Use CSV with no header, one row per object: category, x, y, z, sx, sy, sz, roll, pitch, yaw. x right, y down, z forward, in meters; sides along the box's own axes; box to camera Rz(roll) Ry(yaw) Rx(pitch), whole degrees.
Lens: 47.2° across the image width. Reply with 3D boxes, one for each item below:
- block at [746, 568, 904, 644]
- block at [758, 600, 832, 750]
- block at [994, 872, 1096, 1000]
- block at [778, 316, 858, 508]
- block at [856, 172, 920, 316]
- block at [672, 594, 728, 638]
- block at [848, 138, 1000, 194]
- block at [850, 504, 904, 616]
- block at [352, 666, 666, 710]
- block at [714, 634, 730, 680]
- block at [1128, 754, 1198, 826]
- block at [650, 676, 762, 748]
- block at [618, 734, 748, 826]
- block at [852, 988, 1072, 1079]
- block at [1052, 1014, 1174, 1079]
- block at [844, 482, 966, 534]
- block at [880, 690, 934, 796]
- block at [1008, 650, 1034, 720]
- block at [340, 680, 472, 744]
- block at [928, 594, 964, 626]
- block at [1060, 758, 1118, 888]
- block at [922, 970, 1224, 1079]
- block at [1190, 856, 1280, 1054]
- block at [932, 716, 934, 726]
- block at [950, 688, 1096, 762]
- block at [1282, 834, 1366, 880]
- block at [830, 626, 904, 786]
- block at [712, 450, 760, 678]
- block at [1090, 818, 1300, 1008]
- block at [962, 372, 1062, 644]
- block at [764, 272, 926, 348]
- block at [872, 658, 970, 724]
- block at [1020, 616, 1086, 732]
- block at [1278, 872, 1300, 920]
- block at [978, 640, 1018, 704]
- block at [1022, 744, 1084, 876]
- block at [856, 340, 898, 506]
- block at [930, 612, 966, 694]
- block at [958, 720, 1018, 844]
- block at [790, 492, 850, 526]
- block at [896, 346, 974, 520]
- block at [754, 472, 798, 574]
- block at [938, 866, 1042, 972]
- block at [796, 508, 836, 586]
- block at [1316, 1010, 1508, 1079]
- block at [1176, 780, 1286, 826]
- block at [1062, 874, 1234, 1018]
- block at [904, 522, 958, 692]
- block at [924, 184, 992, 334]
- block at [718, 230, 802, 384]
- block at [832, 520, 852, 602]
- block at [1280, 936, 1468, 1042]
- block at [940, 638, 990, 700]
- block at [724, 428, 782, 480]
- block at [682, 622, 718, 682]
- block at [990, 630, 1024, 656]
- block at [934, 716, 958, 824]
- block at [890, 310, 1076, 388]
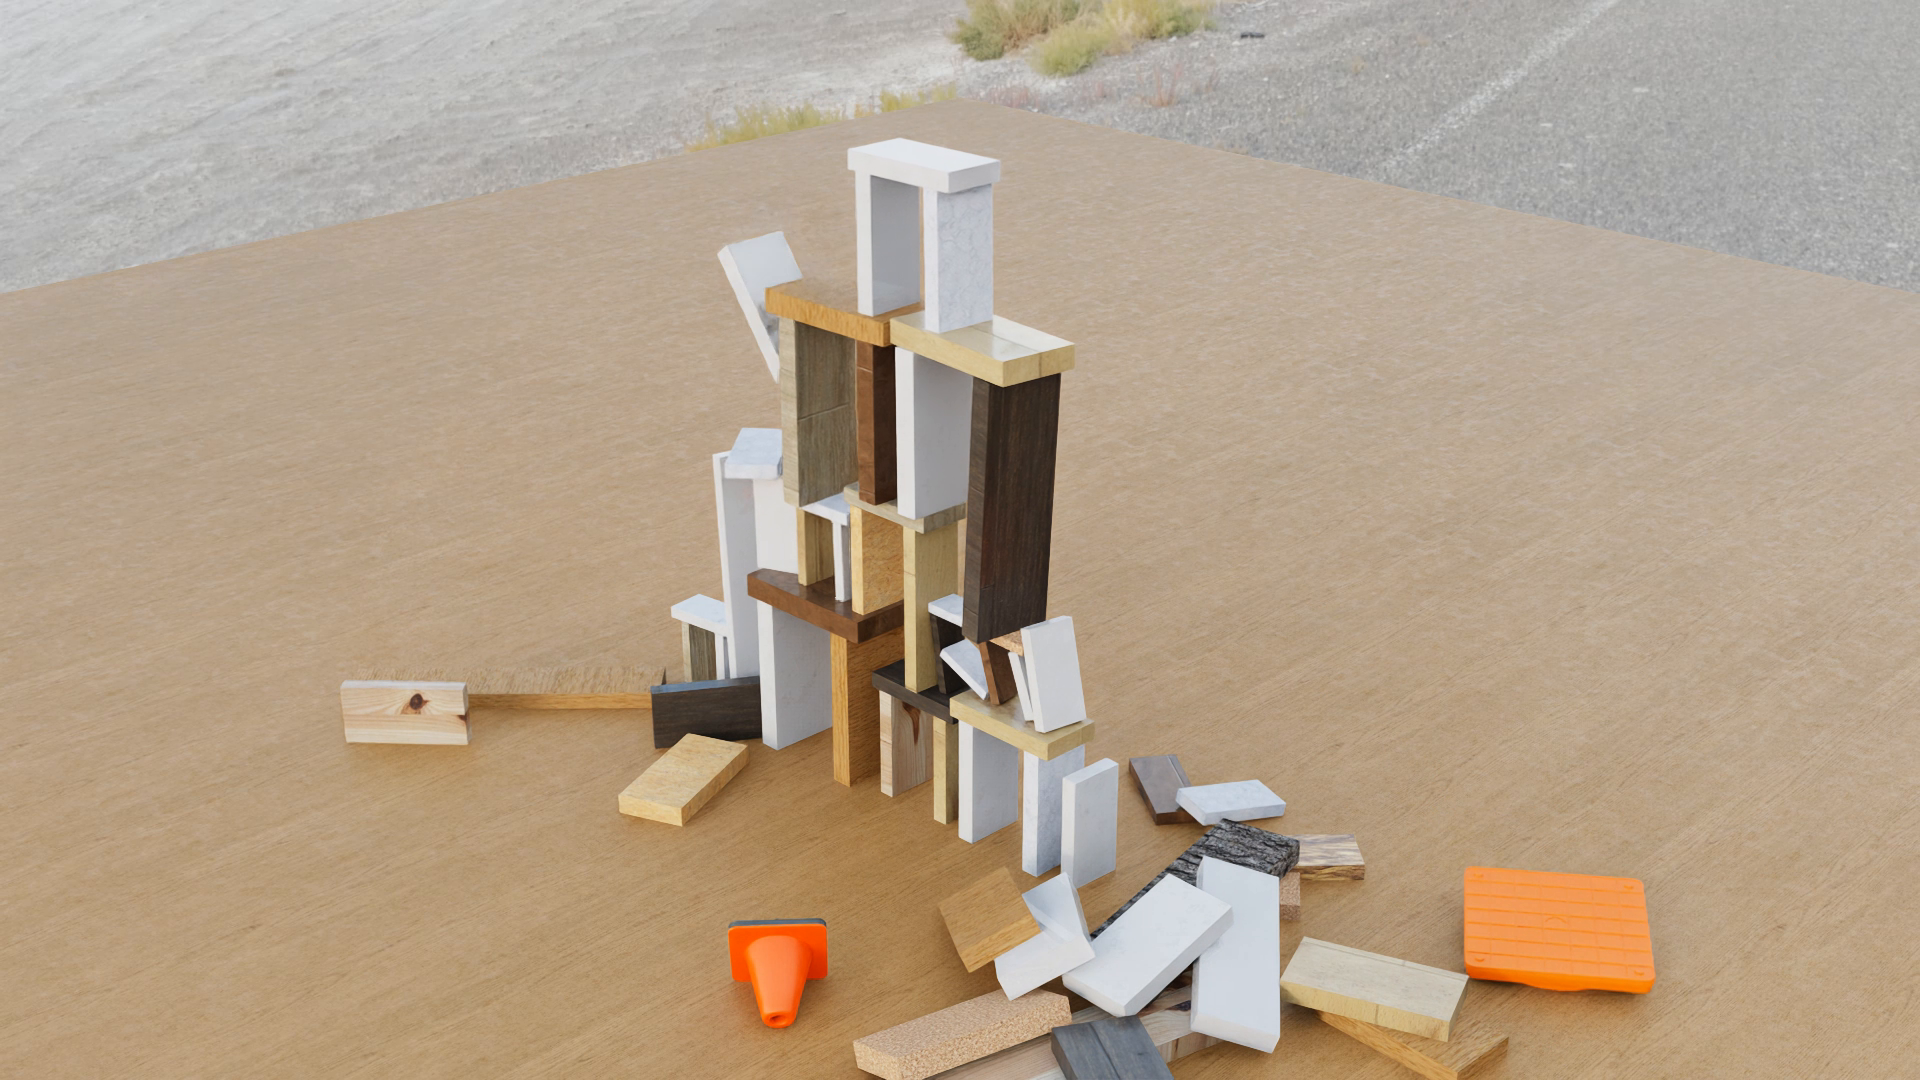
block,-0.266,0.117,4.556,0.339,0.048,0.170,21,31,40
block,-0.347,0.264,4.704,0.170,0.339,0.048,-21,31,-40
block,0.140,0.695,3.883,0.164,0.047,0.329,-28,10,3
block,-0.281,-0.274,4.407,0.046,0.393,0.164,22,31,40
block,-0.134,-0.568,4.133,0.037,0.271,0.132,19,30,38
block,-0.546,0.168,4.879,0.177,0.025,0.089,17,28,35
block,-0.067,-0.684,4.010,0.264,0.037,0.132,21,31,41
block,-0.165,0.025,4.416,0.115,0.230,0.033,-21,31,-40
block,-1.015,0.332,4.931,0.696,0.037,0.132,0,23,-1
block,-0.500,0.276,4.883,0.025,0.177,0.089,19,29,37
block,0.423,0.512,4.518,0.100,0.028,0.234,-4,23,-9
block,-0.528,0.368,4.724,0.264,0.132,0.037,-5,23,-11
block,-0.568,0.493,4.547,0.144,0.041,0.287,9,25,21
block,0.005,0.825,3.684,0.329,0.047,0.164,-13,5,-28
block,0.261,0.874,3.532,0.149,0.042,0.299,-6,23,-13
block,-0.109,-0.075,4.315,0.115,0.033,0.230,-21,31,-40
block,-0.109,0.400,4.519,0.117,0.234,0.033,-21,31,-40
block,0.132,0.265,4.191,0.020,0.140,0.070,-5,18,31
block,-1.188,0.370,4.720,0.264,0.132,0.037,1,23,2
block,0.009,0.143,4.289,0.067,0.019,0.134,-20,30,-39
block,0.247,0.541,4.187,0.116,0.232,0.033,-19,30,-38
block,0.077,0.888,3.614,0.867,0.042,0.149,-13,26,-28
block,0.484,0.718,3.849,0.144,0.041,0.416,17,31,-2
block,-0.143,0.095,4.681,0.144,0.675,0.041,20,42,39
block,0.119,0.343,4.234,0.131,0.037,0.262,-21,31,-40
block,0.658,0.616,4.267,0.232,0.033,0.116,-1,23,-2
block,-0.186,0.326,4.558,0.048,0.339,0.170,21,31,41
block,-0.458,0.096,4.761,0.108,0.604,0.031,-15,23,-31
block,0.416,0.671,4.022,0.164,0.047,0.591,13,26,32
block,0.094,-0.069,4.075,0.167,0.525,0.047,-17,32,-34
block,-0.206,-0.449,4.256,0.328,0.046,0.164,20,30,39
block,-0.054,0.299,4.416,0.117,0.033,0.234,-21,31,-40
block,0.177,0.252,4.144,0.100,0.200,0.028,-15,12,-32
block,0.524,0.665,4.152,0.232,0.033,0.116,3,23,7
block,0.075,0.240,4.251,0.020,0.139,0.070,-1,17,40
block,0.180,0.505,4.235,0.131,0.262,0.037,-21,31,-40
block,-0.121,-0.245,4.256,0.164,0.328,0.046,-20,31,-39
block,-0.020,0.215,4.357,0.067,0.166,0.019,-20,20,-39
block,0.057,0.457,4.349,0.131,0.262,0.037,-21,31,-41
block,-0.260,-0.074,4.471,0.172,0.024,0.086,20,30,39
block,-0.044,-0.221,4.191,0.167,0.334,0.047,-21,30,-40
block,-0.372,-0.041,4.587,0.108,0.217,0.031,9,24,22
block,0.050,0.677,3.948,0.144,0.041,0.287,-29,11,-3
block,-0.296,0.001,4.547,0.024,0.172,0.086,21,31,41
block,0.769,0.830,3.753,0.146,0.041,0.292,-20,30,-39
block,0.546,0.528,4.432,0.200,0.028,0.100,-2,24,-30
block,0.325,0.700,3.790,0.144,0.041,0.287,23,46,40
block,-0.056,0.123,4.339,0.115,0.350,0.033,-20,30,-39
block,-0.002,-0.521,4.009,0.132,0.264,0.037,-18,28,-37
block,-0.364,-0.469,4.421,0.144,0.287,0.041,-23,-3,-40
block,-0.215,0.031,4.476,0.086,0.172,0.024,-20,28,-39
block,0.712,0.771,3.785,0.292,0.041,0.146,10,25,22
block,0.030,0.253,4.311,0.067,0.019,0.134,-20,53,-39
block,-0.419,-0.182,4.601,0.108,0.031,0.217,2,23,4
block,-0.581,0.244,4.958,0.025,0.177,0.089,21,31,40
block,0.096,0.179,4.190,0.070,0.020,0.139,-19,30,-38
block,0.001,0.443,4.416,0.033,0.234,0.117,21,31,41
block,0.038,-0.361,4.029,0.167,0.047,0.334,-17,28,-35
